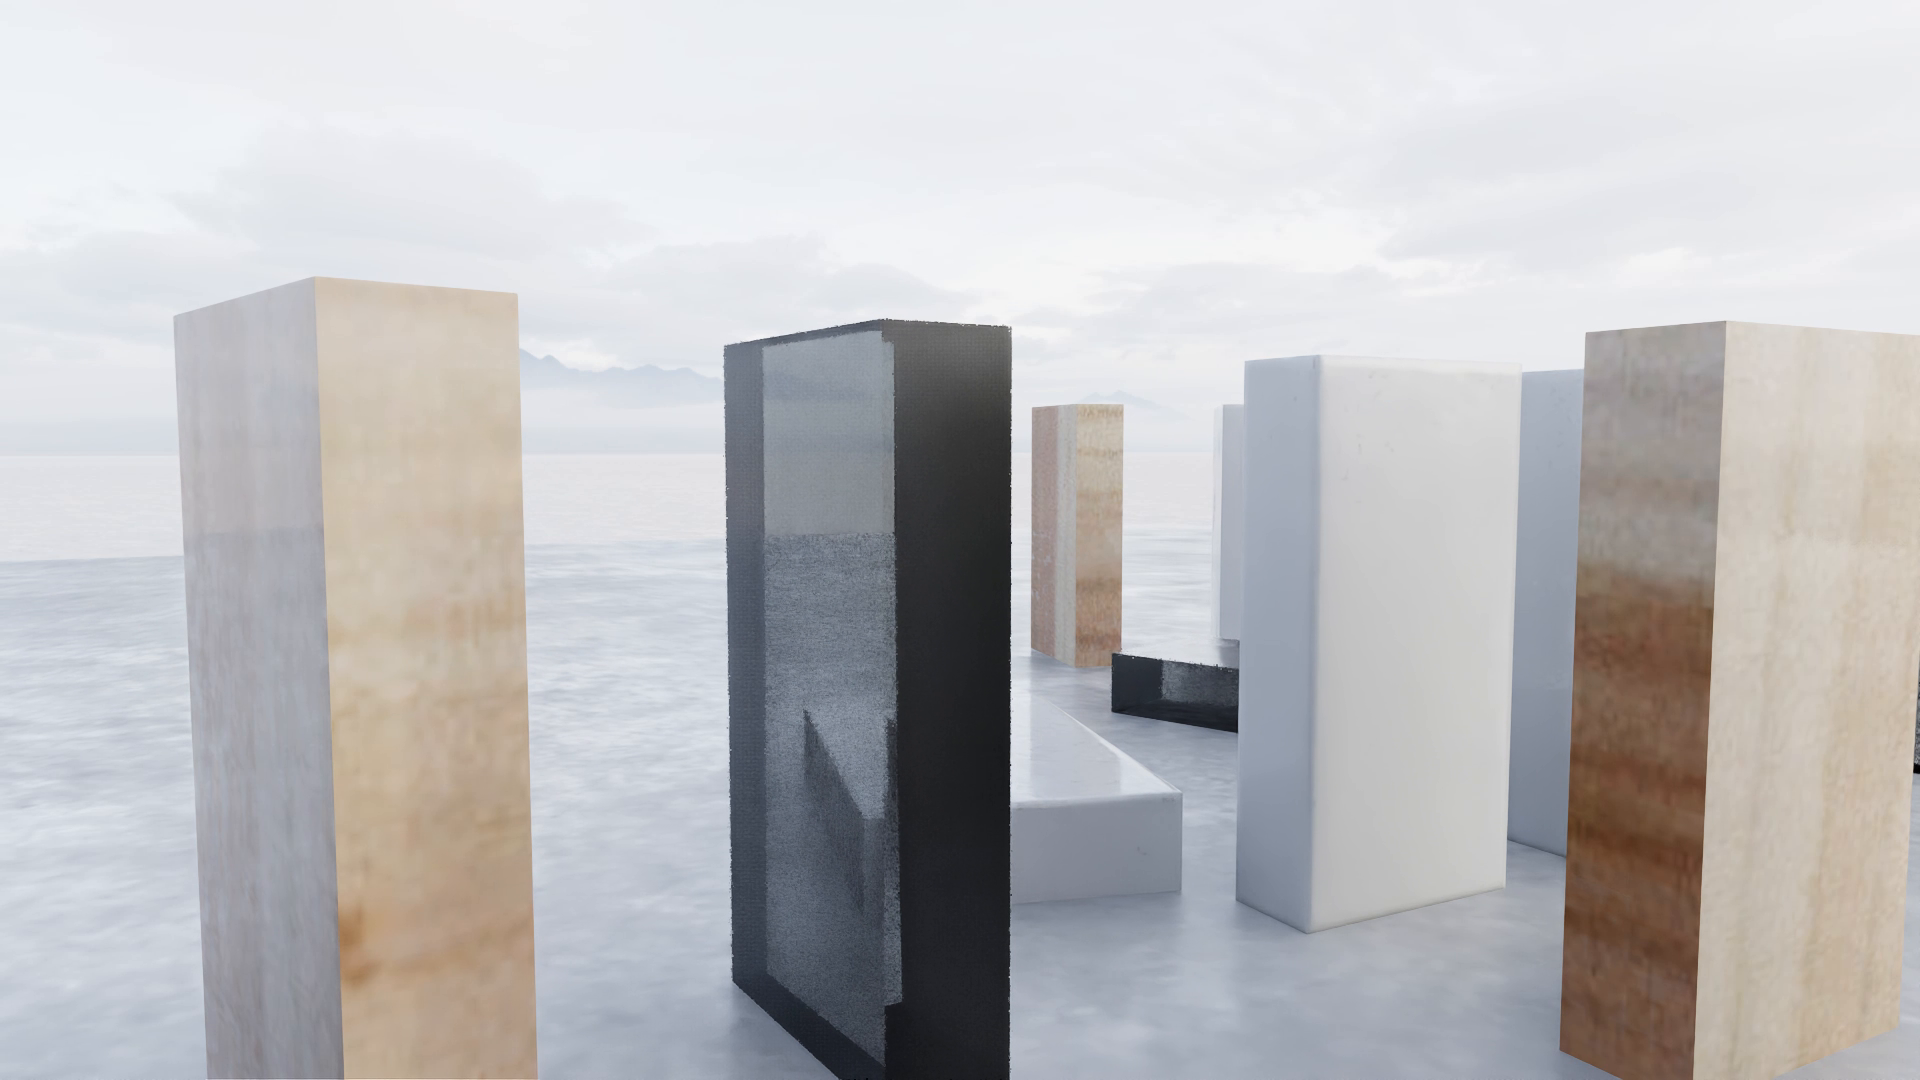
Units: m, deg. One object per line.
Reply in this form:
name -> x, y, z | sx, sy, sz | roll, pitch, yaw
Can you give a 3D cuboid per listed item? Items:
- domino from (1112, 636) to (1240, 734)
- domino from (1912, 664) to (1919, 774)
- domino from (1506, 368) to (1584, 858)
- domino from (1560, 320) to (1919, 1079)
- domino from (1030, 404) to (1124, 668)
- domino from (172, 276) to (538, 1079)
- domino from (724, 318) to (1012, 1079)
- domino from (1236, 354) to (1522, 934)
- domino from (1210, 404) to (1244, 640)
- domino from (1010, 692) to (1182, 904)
domino -> 0.051, 0.023, 0.196 | 0.050, 0.010, 0.025 | 4, 6, 41
domino -> 0.119, 0.004, 0.175 | 0.025, 0.050, 0.009 | 4, 6, 43
domino -> 0.065, 0.007, 0.135 | 0.009, 0.050, 0.025 | -2, 5, -30
domino -> 0.055, 0.011, 0.090 | 0.025, 0.050, 0.009 | -2, 5, -29
domino -> 0.023, -0.002, 0.256 | 0.009, 0.050, 0.025 | -1, 4, -17
domino -> -0.034, 0.012, 0.072 | 0.009, 0.050, 0.025 | -4, 6, -44
domino -> -0.007, 0.011, 0.092 | 0.009, 0.050, 0.025 | -3, 5, -32
domino -> 0.039, 0.009, 0.120 | 0.025, 0.050, 0.009 | -2, 5, -28
domino -> 0.056, -0.002, 0.258 | 0.009, 0.050, 0.025 | 1, 4, 7
domino -> 0.003, 0.027, 0.144 | 0.025, 0.009, 0.050 | -1, 4, -13
